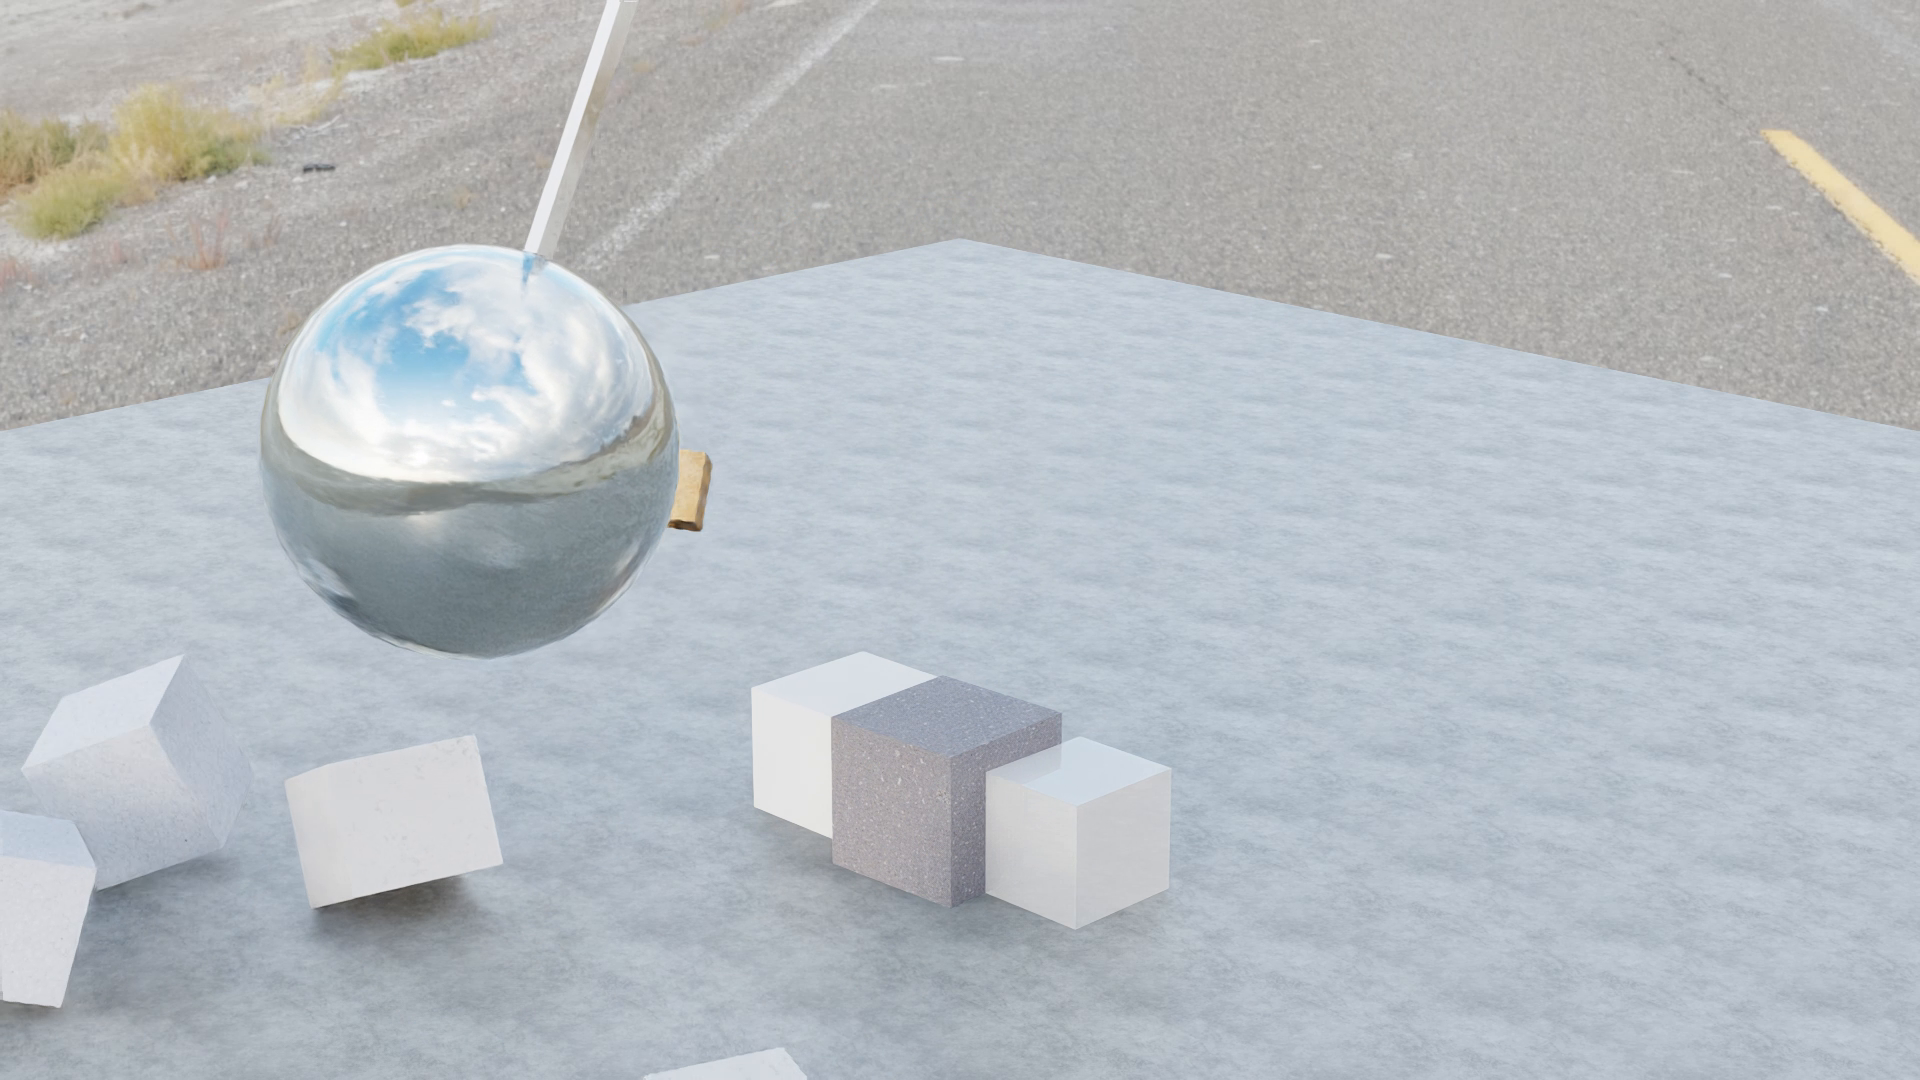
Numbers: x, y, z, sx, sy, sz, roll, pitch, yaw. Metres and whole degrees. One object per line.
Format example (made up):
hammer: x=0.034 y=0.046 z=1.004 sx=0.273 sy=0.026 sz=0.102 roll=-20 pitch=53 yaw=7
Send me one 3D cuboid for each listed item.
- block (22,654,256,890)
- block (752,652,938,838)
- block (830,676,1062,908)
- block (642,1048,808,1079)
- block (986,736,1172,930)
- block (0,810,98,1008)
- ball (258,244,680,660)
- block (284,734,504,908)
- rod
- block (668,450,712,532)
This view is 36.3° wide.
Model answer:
block: x=-3.716 y=1.052 z=13.309 sx=0.639 sy=0.686 sz=0.636 roll=-19 pitch=25 yaw=10
block: x=-0.480 y=1.000 z=14.137 sx=0.735 sy=0.615 sz=0.736 roll=17 pitch=24 yaw=42
block: x=-0.061 y=1.144 z=13.499 sx=0.741 sy=0.724 sz=0.754 roll=15 pitch=23 yaw=40
block: x=-0.793 y=2.151 z=9.617 sx=0.652 sy=0.667 sz=0.582 roll=-1 pitch=40 yaw=-51
block: x=0.531 y=1.309 z=13.201 sx=0.622 sy=0.587 sz=0.556 roll=-17 pitch=24 yaw=-42
block: x=-4.009 y=1.500 z=12.147 sx=0.621 sy=0.605 sz=0.619 roll=13 pitch=8 yaw=-28
ball: x=-1.877 y=-0.336 z=11.269 sx=1.600 sy=1.600 sz=1.600 roll=0 pitch=17 yaw=0
block: x=-2.520 y=1.252 z=13.021 sx=0.688 sy=0.585 sz=0.642 roll=-11 pitch=-5 yaw=-30
rod: x=-0.813 y=-3.564 z=11.369 sx=0.080 sy=5.200 sz=0.080 roll=17 pitch=-2 yaw=42
block: x=-1.509 y=-0.271 z=15.463 sx=0.319 sy=0.372 sz=0.317 roll=8 pitch=-9 yaw=3
